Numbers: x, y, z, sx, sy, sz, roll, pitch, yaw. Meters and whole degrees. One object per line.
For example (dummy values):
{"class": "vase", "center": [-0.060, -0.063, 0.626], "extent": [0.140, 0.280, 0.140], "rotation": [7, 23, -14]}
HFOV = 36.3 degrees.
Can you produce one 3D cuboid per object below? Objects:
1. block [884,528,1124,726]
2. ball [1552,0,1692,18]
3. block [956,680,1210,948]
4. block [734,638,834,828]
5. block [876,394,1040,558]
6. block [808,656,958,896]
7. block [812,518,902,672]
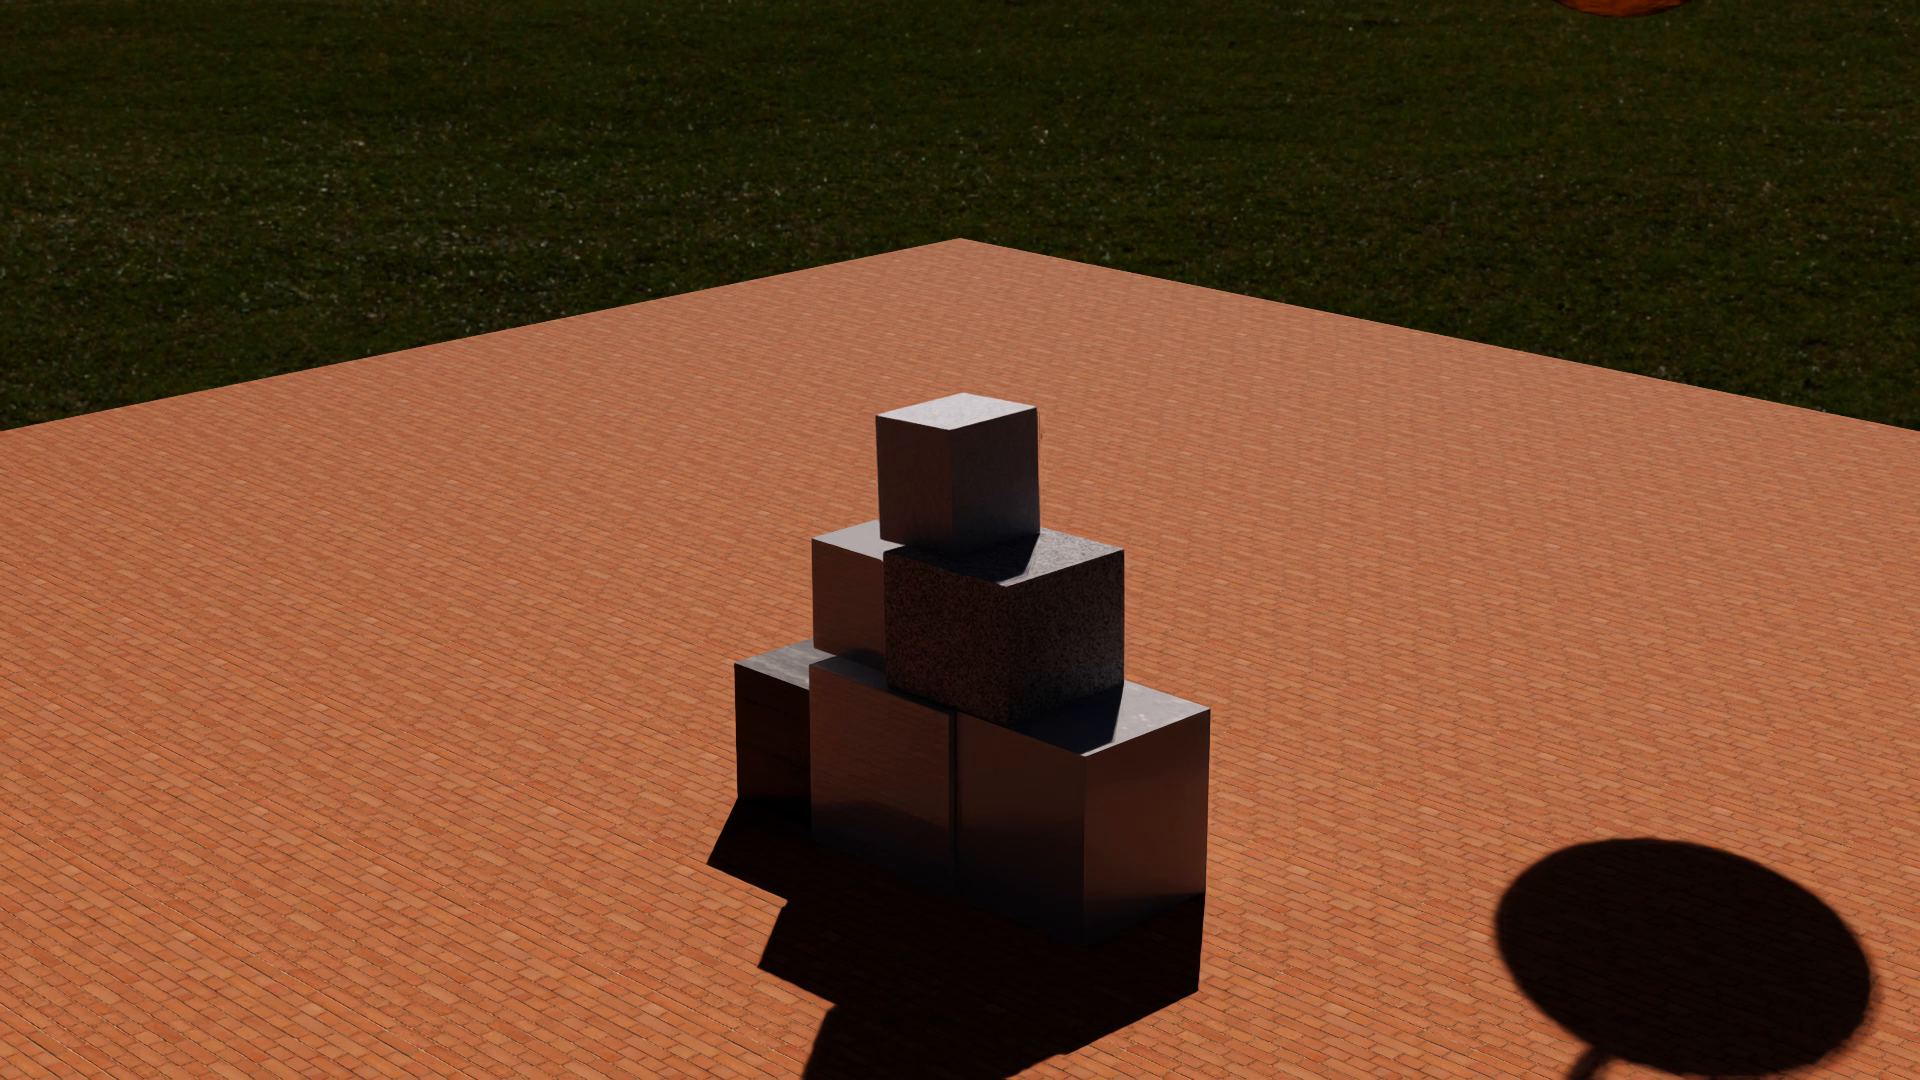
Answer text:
{"class": "block", "center": [0.200, 0.351, 13.216], "extent": [0.760, 0.635, 0.769], "rotation": [-17, 23, -42]}
{"class": "ball", "center": [3.645, -3.660, 16.012], "extent": [1.600, 1.600, 1.600], "rotation": [0, 17, 0]}
{"class": "block", "center": [0.549, 1.175, 13.126], "extent": [0.820, 0.888, 0.774], "rotation": [-17, 24, -42]}
{"class": "block", "center": [-0.615, 0.917, 14.255], "extent": [0.711, 0.703, 0.627], "rotation": [-17, 24, -42]}
{"class": "block", "center": [-0.007, -0.301, 13.279], "extent": [0.559, 0.581, 0.473], "rotation": [-17, 21, -42]}
{"class": "block", "center": [-0.059, 0.999, 13.703], "extent": [0.895, 0.878, 0.919], "rotation": [-17, 24, -42]}
{"class": "block", "center": [-0.266, 0.249, 13.720], "extent": [0.598, 0.541, 0.604], "rotation": [-17, 24, -42]}
